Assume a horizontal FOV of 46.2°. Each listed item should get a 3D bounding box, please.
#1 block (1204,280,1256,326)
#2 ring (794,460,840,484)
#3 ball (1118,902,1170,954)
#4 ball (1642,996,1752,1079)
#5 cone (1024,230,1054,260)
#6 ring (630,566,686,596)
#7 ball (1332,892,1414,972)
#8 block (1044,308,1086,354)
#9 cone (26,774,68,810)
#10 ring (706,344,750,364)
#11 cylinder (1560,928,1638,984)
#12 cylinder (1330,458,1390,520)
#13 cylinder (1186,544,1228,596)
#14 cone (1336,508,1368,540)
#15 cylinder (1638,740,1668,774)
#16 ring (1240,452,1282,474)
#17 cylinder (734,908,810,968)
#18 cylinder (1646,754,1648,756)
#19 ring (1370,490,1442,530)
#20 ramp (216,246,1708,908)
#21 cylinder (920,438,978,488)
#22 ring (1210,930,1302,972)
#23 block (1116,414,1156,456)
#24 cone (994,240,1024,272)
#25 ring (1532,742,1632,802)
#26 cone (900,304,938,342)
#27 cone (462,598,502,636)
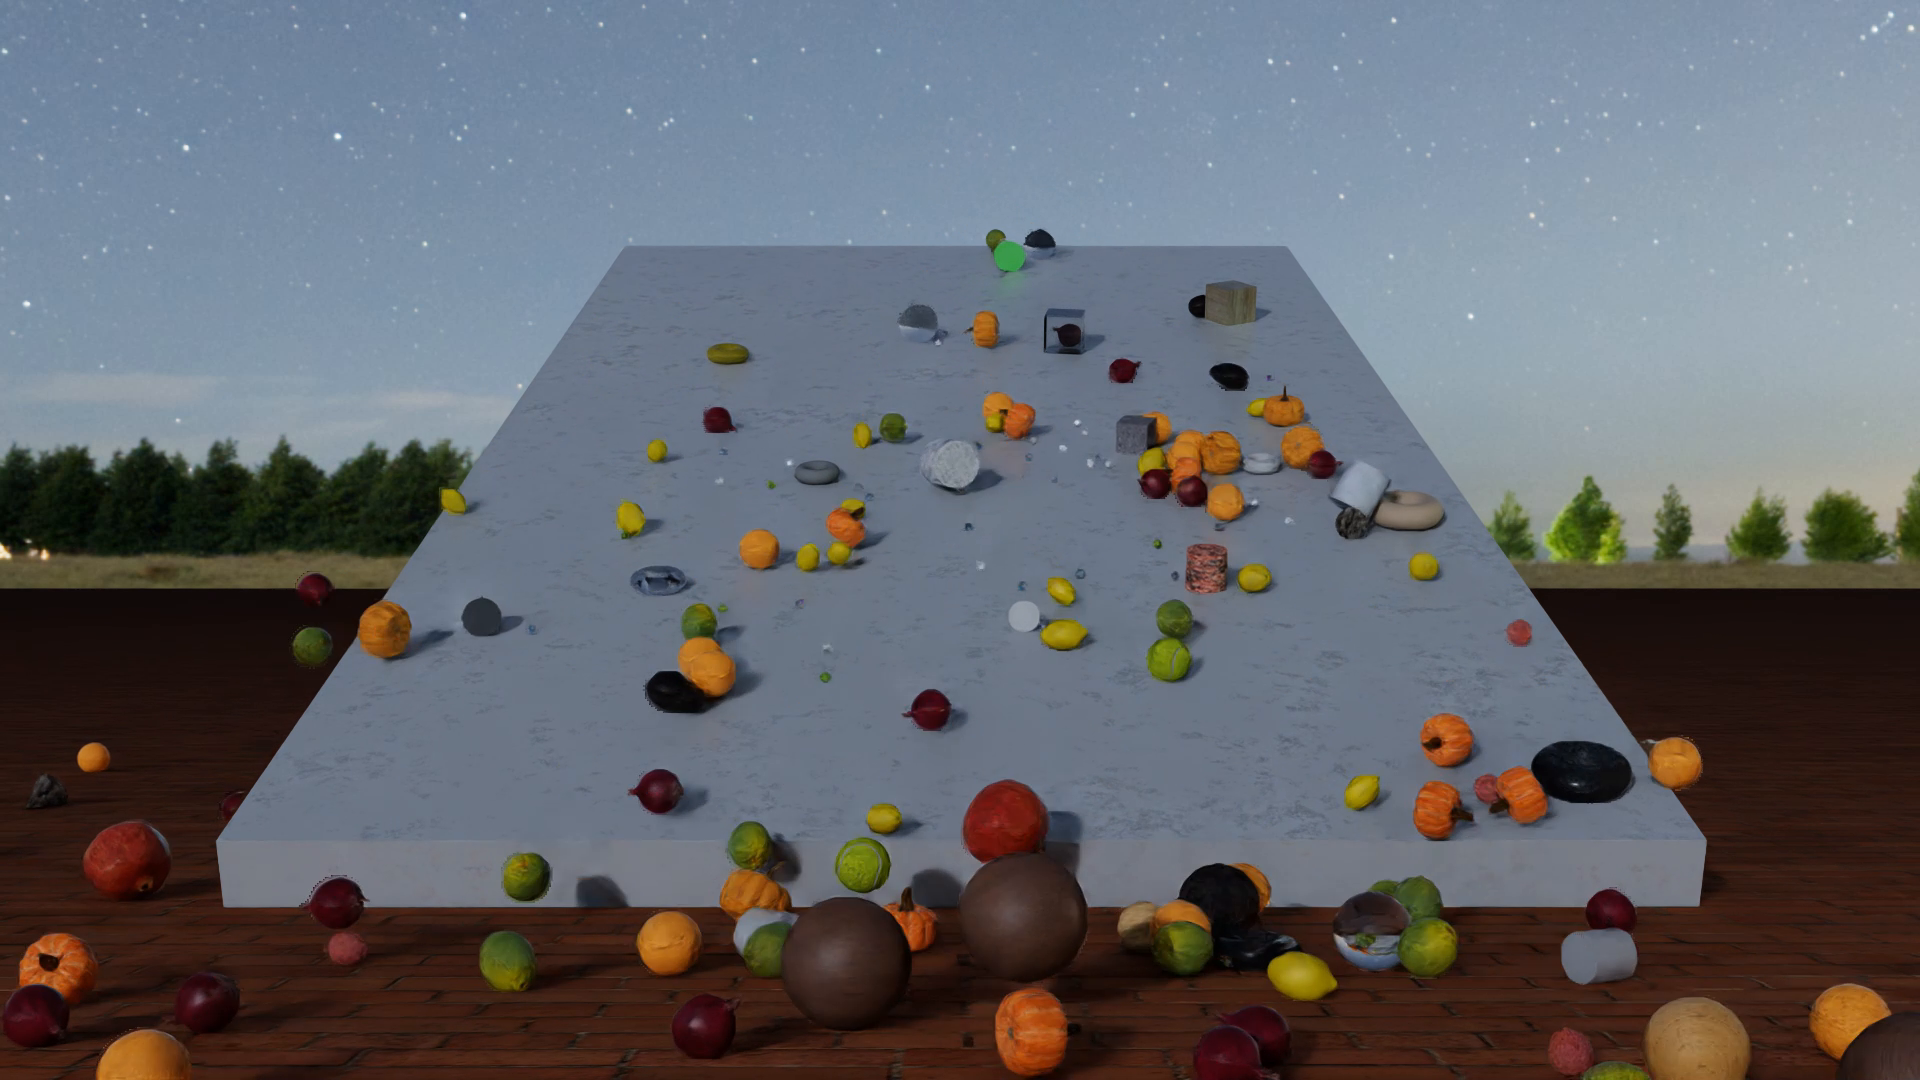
[{"bbox_3d":[0.706,-0.618,5.865,0.093,0.093,0.093,-12,22,-31],"label":"block"},{"bbox_3d":[-0.289,-0.136,4.549,0.092,0.031,0.092,-1,20,0],"label":"ring"},{"bbox_3d":[0.218,0.460,2.670,0.061,0.061,0.061,0,-1,0],"label":"ball"},{"bbox_3d":[0.625,0.432,1.909,0.089,0.089,0.089,0,-1,0],"label":"ball"},{"bbox_3d":[0.237,-0.862,6.660,0.090,0.090,0.090,0,-8,5],"label":"cone"},{"bbox_3d":[-0.528,0.071,3.938,0.097,0.032,0.097,0,18,0],"label":"ring"},{"bbox_3d":[0.467,0.443,2.543,0.091,0.091,0.091,0,-1,0],"label":"ball"},{"bbox_3d":[0.259,-0.516,5.568,0.092,0.092,0.092,3,19,8],"label":"block"},{"bbox_3d":[-1.792,0.506,4.374,0.075,0.075,0.075,0,27,24],"label":"cone"},{"bbox_3d":[-0.564,-0.453,5.468,0.103,0.034,0.103,1,19,0],"label":"ring"},{"bbox_3d":[0.703,0.458,2.476,0.057,0.057,0.057,4,-3,-29],"label":"cylinder"},{"bbox_3d":[0.756,-0.095,4.255,0.085,0.085,0.085,32,-4,2],"label":"cylinder"},{"bbox_3d":[0.432,0.051,3.939,0.071,0.071,0.071,0,19,0],"label":"cylinder"},{"bbox_3d":[0.729,-0.025,4.232,0.061,0.061,0.061,0,-8,-5],"label":"cone"},{"bbox_3d":[1.554,0.494,5.070,0.083,0.083,0.083,0,-1,19],"label":"cylinder"},{"bbox_3d":[0.616,-0.157,4.616,0.085,0.028,0.085,1,20,0],"label":"ring"},{"bbox_3d":[-0.216,0.458,2.590,0.063,0.063,0.063,1,-1,-44],"label":"cylinder"},{"bbox_3d":[1.472,0.495,4.915,0.074,0.074,0.074,0,0,16],"label":"cylinder"},{"bbox_3d":[0.848,-0.057,4.295,0.146,0.049,0.146,0,18,0],"label":"ring"},{"bbox_3d":[-0.004,-0.196,4.925,2.000,0.100,4.000,0,19,0],"label":"ramp"},{"bbox_3d":[-0.022,-0.152,4.467,0.094,0.094,0.094,0,4,-19],"label":"cylinder"},{"bbox_3d":[0.340,0.472,2.582,0.105,0.035,0.105,1,0,0],"label":"ring"},{"bbox_3d":[0.371,-0.220,4.737,0.067,0.067,0.067,7,20,20],"label":"block"},{"bbox_3d":[0.131,-0.807,6.496,0.092,0.092,0.092,0,-8,-14],"label":"cone"},{"bbox_3d":[0.877,0.326,3.173,0.139,0.046,0.139,-3,21,1],"label":"ring"},{"bbox_3d":[-0.097,-0.537,5.701,0.098,0.098,0.098,0,-8,7],"label":"cone"},{"bbox_3d":[-0.793,0.133,3.760,0.065,0.065,0.065,0,-8,-1],"label":"cone"}]
